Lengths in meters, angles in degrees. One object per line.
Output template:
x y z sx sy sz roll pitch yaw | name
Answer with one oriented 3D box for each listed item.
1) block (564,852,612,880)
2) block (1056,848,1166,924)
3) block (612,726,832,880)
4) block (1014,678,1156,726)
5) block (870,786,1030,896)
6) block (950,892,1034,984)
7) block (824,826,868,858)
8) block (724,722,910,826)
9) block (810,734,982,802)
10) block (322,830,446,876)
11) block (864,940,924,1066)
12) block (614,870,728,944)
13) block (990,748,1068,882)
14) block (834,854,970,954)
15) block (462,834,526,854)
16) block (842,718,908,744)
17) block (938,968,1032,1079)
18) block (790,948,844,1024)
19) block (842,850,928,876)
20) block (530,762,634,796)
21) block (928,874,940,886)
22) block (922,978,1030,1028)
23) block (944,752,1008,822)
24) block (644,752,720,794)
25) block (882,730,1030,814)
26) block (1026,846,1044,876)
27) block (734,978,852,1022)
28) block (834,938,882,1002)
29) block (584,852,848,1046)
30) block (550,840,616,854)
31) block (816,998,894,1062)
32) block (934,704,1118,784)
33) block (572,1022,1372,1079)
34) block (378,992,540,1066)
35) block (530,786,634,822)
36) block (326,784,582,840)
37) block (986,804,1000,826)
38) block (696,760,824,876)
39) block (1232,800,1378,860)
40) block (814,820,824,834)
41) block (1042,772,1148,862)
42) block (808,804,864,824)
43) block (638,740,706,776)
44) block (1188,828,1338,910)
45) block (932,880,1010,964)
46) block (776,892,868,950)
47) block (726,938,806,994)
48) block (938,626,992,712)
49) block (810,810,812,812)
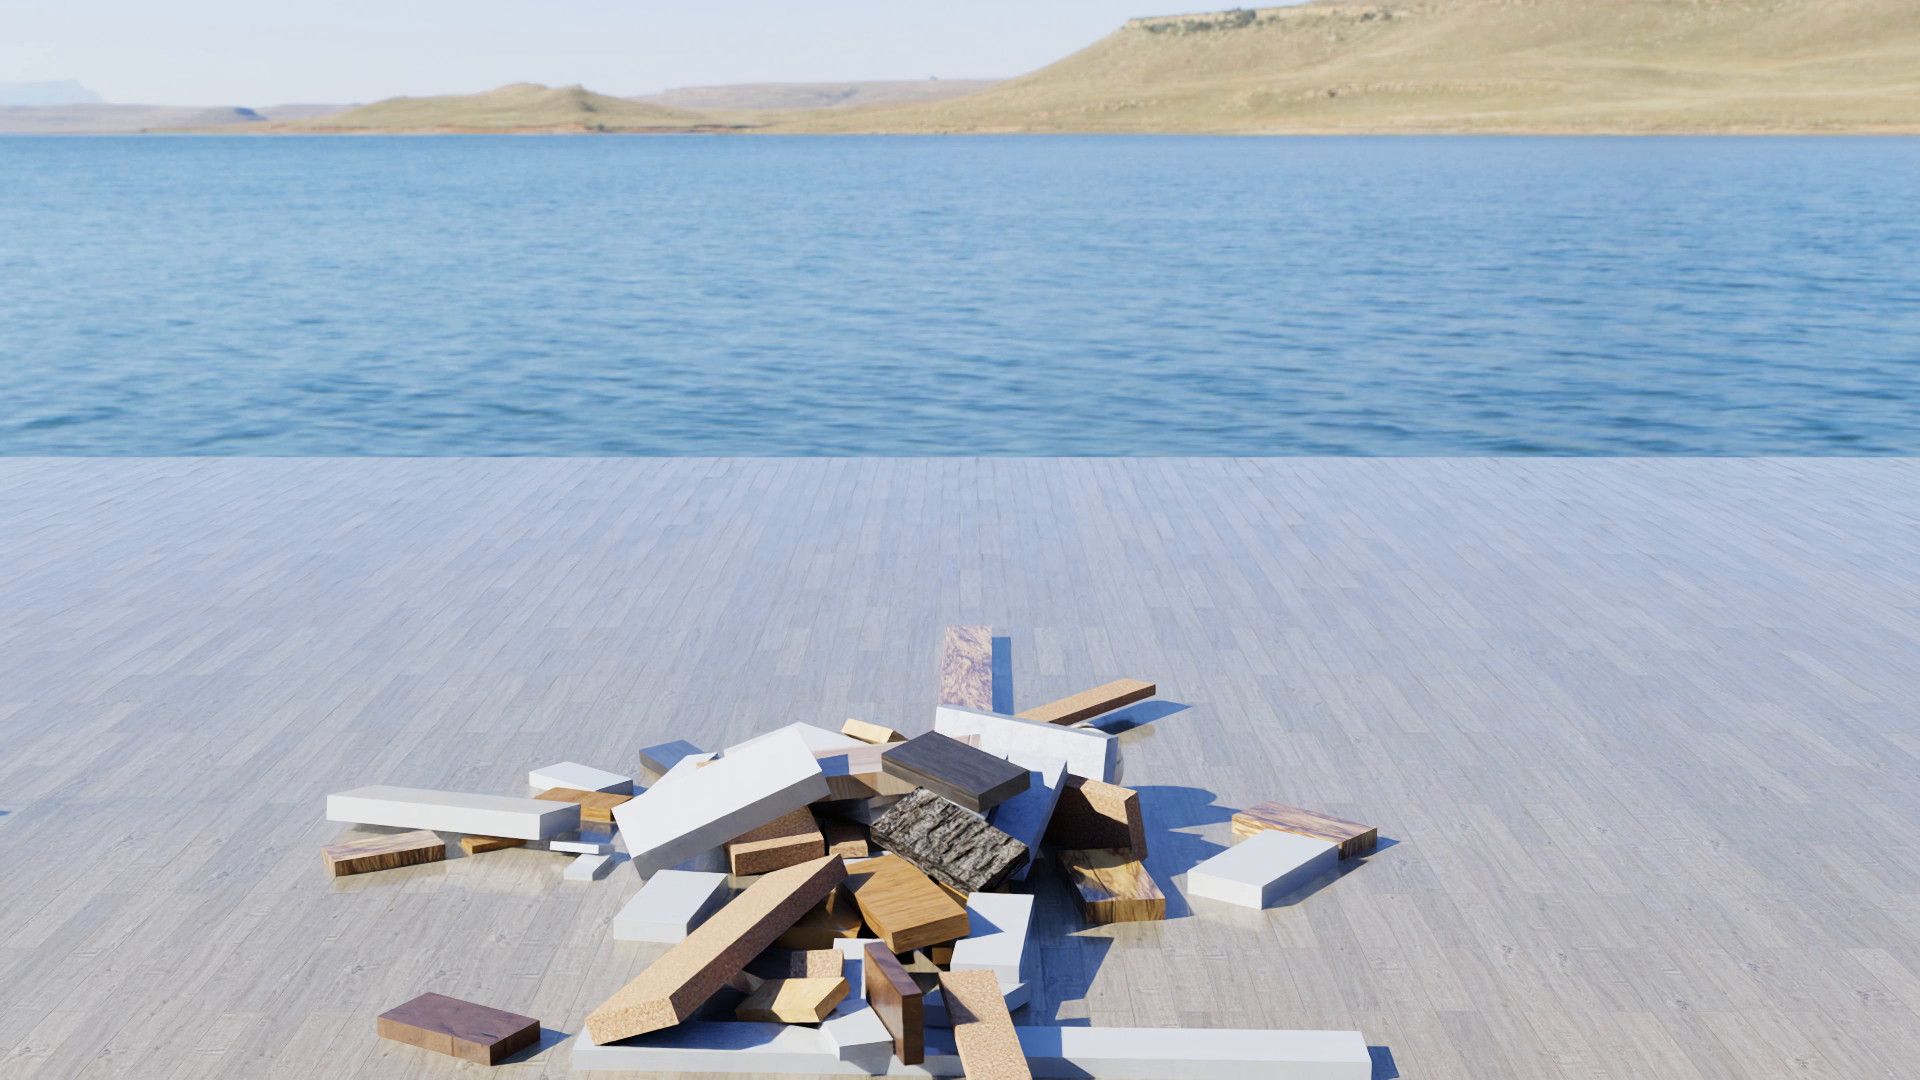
-0.640 0.561 3.784 0.051 0.014 0.102 2 11 10 | block
0.248 0.573 3.660 0.130 0.037 0.259 -2 11 -8 | block
-0.417 0.455 3.827 0.353 0.050 0.176 -24 28 -10 | block
0.106 0.390 4.497 0.085 0.024 0.926 8 13 38 | block
-0.017 0.487 3.527 0.238 0.034 0.119 25 46 36 | block
0.051 0.595 3.302 0.099 0.028 0.241 1 16 7 | block
-0.202 0.531 3.867 0.064 0.018 0.194 -3 3 -7 | block
-0.236 0.432 4.108 0.176 0.050 0.484 -18 17 -35 | block
-0.120 0.407 3.928 0.314 0.044 0.157 -6 13 5 | block
-1.005 0.545 3.836 0.191 0.027 0.095 -6 12 -29 | block
-0.091 0.632 3.010 0.028 0.099 0.199 -5 11 -17 | block
-0.466 0.592 3.564 0.119 0.034 0.238 2 11 10 | block
0.081 0.467 3.772 0.139 0.039 0.277 7 36 17 | block
-0.098 0.560 3.418 0.119 0.034 0.369 -12 10 -16 | block
-0.829 0.537 3.916 0.102 0.014 0.051 -7 12 -32 | block
-0.137 0.386 4.167 0.103 0.029 0.207 34 -13 -23 | block
0.055 0.703 2.806 0.077 0.022 0.595 -2 18 -9 | block
-0.208 0.647 3.162 0.075 0.021 0.150 -5 28 3 | block
-0.130 0.559 3.777 0.159 0.023 0.080 -3 11 -17 | block
-0.732 0.468 4.251 0.191 0.027 0.095 9 14 39 | block
0.005 0.553 3.576 0.111 0.031 0.222 -2 30 5 | block
0.018 0.657 3.134 0.102 0.029 0.204 2 2 22 | block
0.014 0.414 3.720 0.099 0.028 0.199 2 21 13 | block
-0.530 0.456 4.114 0.085 0.024 0.170 -10 22 40 | block
-0.008 0.388 3.703 0.119 0.034 0.239 -21 27 -39 | block
0.047 0.498 3.832 0.130 0.037 0.259 -3 29 -16 | block
-0.235 0.646 3.086 0.154 0.022 0.077 -11 17 39 | block
-0.151 0.640 3.216 0.075 0.021 0.150 1 29 1 | block
-0.344 0.592 3.241 0.139 0.039 0.605 -19 4 22 | block
-0.661 0.538 3.854 0.102 0.014 0.051 0 -5 27 | block
-0.147 0.671 3.016 0.075 0.021 0.150 -3 11 -17 | block
0.114 0.420 4.049 0.353 0.176 0.050 9 6 29 | block
0.015 0.698 3.008 1.075 0.029 0.102 0 11 2 | block
-0.703 0.684 3.082 0.207 0.029 0.104 6 12 29 | block
-0.707 0.494 4.118 0.170 0.024 0.085 4 11 22 | block
-0.918 0.493 3.992 0.428 0.044 0.157 3 1 17 | block
-0.006 0.474 3.648 0.111 0.031 0.222 0 21 10 | block
-0.357 0.480 3.899 0.157 0.044 0.314 -7 26 -17 | block
0.618 0.521 3.952 0.232 0.033 0.116 10 14 42 | block
-0.296 0.532 3.918 0.080 0.023 0.159 1 11 8 | block
0.212 0.482 3.881 0.259 0.130 0.037 10 29 44 | block
-0.234 0.478 4.094 0.232 0.033 0.116 4 19 41 | block
-0.494 0.453 4.214 0.095 0.027 0.518 -11 11 -24 | block
0.518 0.557 3.739 0.139 0.039 0.277 8 13 35 | block
0.019 0.583 3.445 0.111 0.031 0.222 1 28 3 | block
-0.209 0.596 3.441 0.119 0.034 0.238 7 5 3 | block
-0.299 0.639 3.311 0.119 0.034 0.238 -9 14 -41 | block
0.013 0.349 4.875 0.116 0.033 1.299 0 11 1 | block
-0.336 0.504 3.962 0.128 0.018 0.064 0 10 19 | block
